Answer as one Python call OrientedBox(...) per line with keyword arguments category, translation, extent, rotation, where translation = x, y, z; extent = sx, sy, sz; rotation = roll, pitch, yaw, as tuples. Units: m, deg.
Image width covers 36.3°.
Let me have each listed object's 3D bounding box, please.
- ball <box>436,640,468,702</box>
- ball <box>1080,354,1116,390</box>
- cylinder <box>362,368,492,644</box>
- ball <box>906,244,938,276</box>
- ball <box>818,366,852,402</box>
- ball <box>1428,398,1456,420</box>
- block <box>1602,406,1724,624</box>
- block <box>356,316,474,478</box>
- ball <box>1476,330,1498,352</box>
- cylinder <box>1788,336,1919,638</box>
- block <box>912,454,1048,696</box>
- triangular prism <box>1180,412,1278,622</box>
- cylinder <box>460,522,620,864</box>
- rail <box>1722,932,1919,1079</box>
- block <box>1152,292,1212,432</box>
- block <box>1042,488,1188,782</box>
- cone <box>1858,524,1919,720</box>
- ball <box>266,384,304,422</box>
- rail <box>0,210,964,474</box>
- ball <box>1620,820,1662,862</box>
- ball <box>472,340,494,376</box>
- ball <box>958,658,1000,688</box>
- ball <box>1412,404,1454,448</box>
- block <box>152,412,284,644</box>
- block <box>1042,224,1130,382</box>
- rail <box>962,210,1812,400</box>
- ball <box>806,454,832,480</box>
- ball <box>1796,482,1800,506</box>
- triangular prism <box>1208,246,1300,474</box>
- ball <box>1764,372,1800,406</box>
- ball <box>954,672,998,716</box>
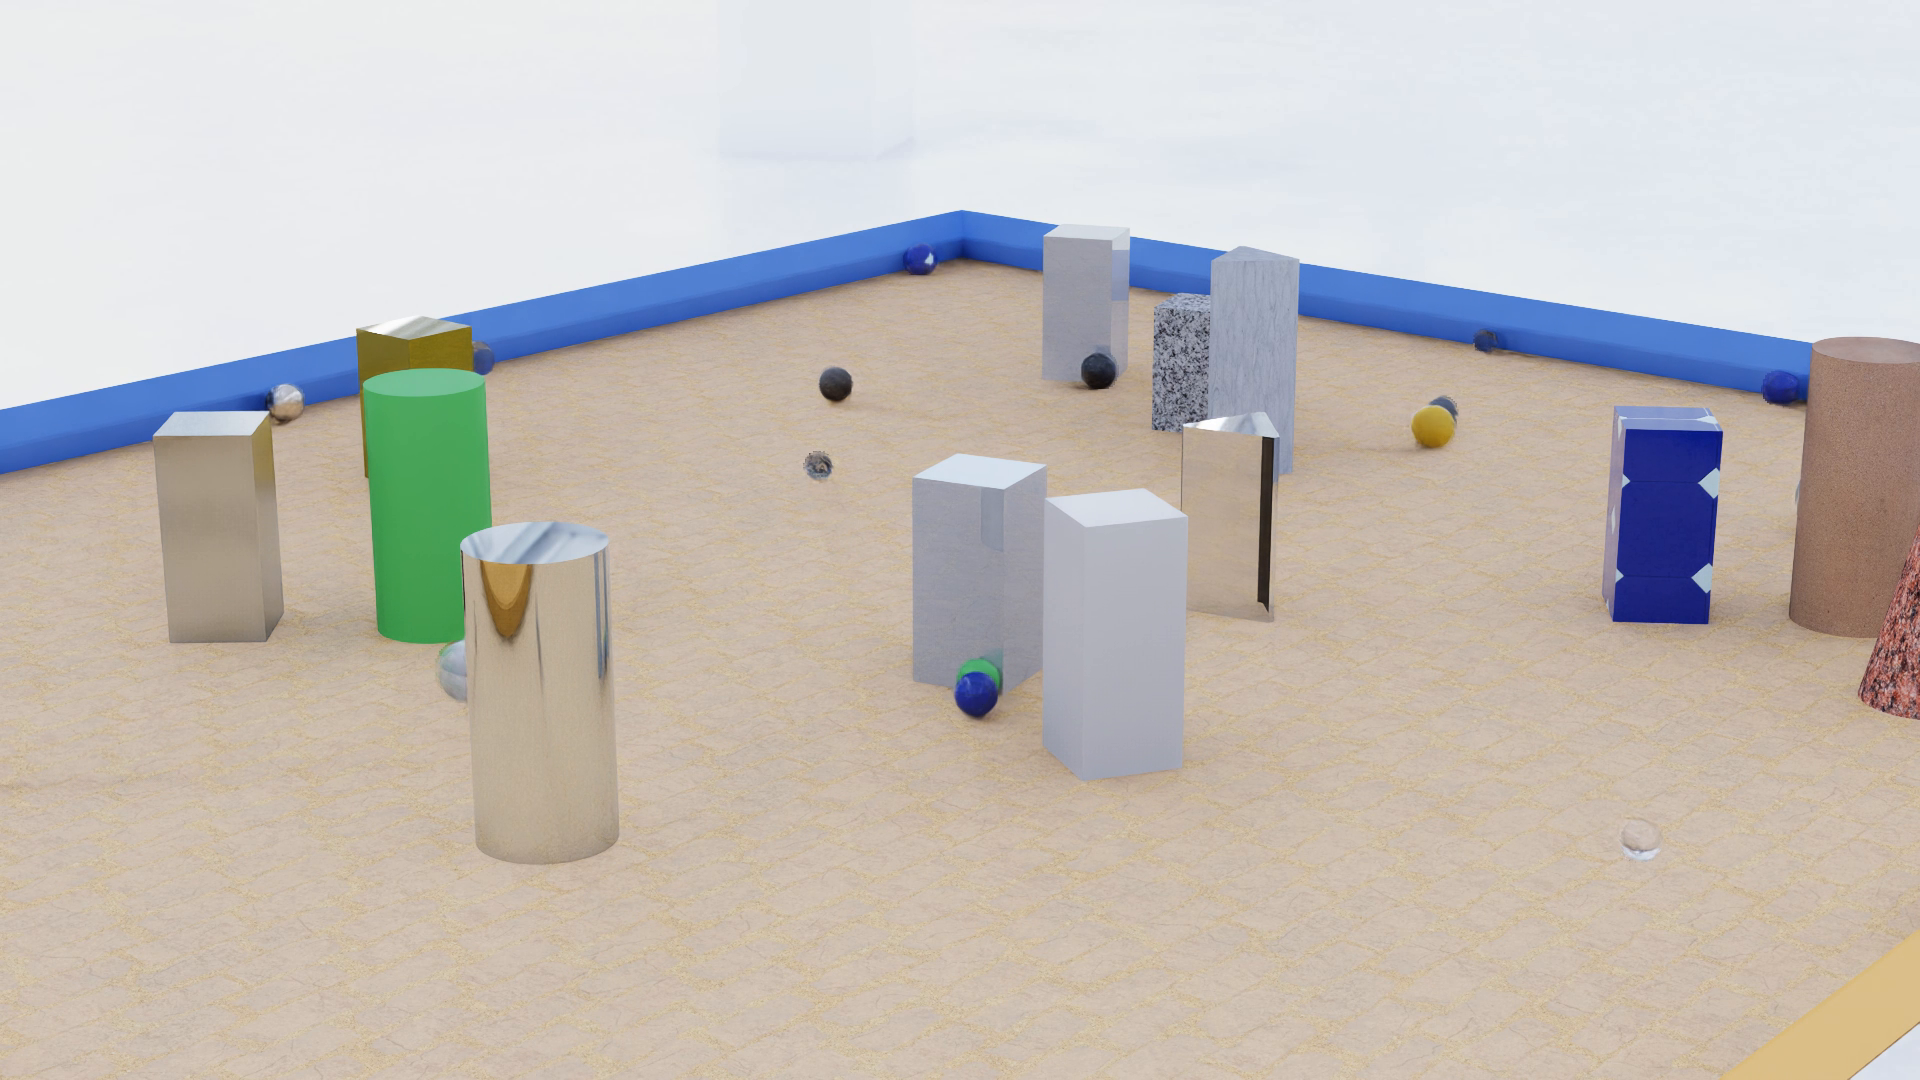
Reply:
OrientedBox(category="ball", translation=(-0.770, 0.205, 4.602), extent=(0.100, 0.100, 0.100), rotation=(0, 17, 0))
OrientedBox(category="ball", translation=(0.311, -0.379, 6.573), extent=(0.081, 0.081, 0.081), rotation=(0, 17, 0))
OrientedBox(category="cylinder", translation=(-0.887, -0.059, 4.917), extent=(0.200, 0.423, 0.200), rotation=(0, 17, 0))
OrientedBox(category="ball", translation=(-0.101, -0.744, 7.777), extent=(0.086, 0.086, 0.086), rotation=(0, 17, 0))
OrientedBox(category="ball", translation=(-0.274, -0.344, 6.467), extent=(0.075, 0.075, 0.075), rotation=(0, 17, 0))
OrientedBox(category="ball", translation=(1.024, -0.270, 6.240), extent=(0.065, 0.065, 0.065), rotation=(0, 17, 0))
OrientedBox(category="block", translation=(1.198, -0.044, 5.013), extent=(0.160, 0.339, 0.160), rotation=(1, 17, 5))
OrientedBox(category="block", translation=(-1.079, -0.274, 5.838), extent=(0.160, 0.305, 0.160), rotation=(14, 21, 38))
OrientedBox(category="ball", translation=(1.244, -0.469, 6.926), extent=(0.051, 0.051, 0.051), rotation=(0, 17, 0))
OrientedBox(category="cylinder", translation=(1.518, -0.090, 4.938), extent=(0.200, 0.472, 0.200), rotation=(0, 17, 0))
OrientedBox(category="block", translation=(0.032, 0.053, 4.689), extent=(0.160, 0.340, 0.160), rotation=(8, 19, 25))
OrientedBox(category="triangular prism", translation=(0.488, -0.046, 5.043), extent=(0.173, 0.326, 0.150), rotation=(9, 19, 26))
OrientedBox(category="cylinder", translation=(-0.574, 0.208, 4.022), extent=(0.200, 0.428, 0.200), rotation=(0, 17, 0))
OrientedBox(category="rail", translation=(1.474, 0.402, 3.894), extent=(0.045, 0.130, 4.565), rotation=(14, 22, 39))
OrientedBox(category="block", translation=(0.513, -0.374, 6.236), extent=(0.160, 0.266, 0.160), rotation=(7, 18, 22))
OrientedBox(category="block", translation=(0.227, 0.138, 4.327), extent=(0.160, 0.387, 0.160), rotation=(-6, 18, -19))
OrientedBox(category="cone", translation=(1.519, 0.049, 4.560), extent=(0.200, 0.423, 0.200), rotation=(0, 17, 0))
OrientedBox(category="ball", translation=(-1.450, -0.295, 6.297), extent=(0.081, 0.081, 0.081), rotation=(0, 17, 0))
OrientedBox(category="rail", translation=(-1.474, -0.337, 6.345), extent=(0.045, 0.130, 4.565), rotation=(14, 22, 39))
OrientedBox(category="ball", translation=(0.929, 0.410, 3.997), extent=(0.057, 0.057, 0.057), rotation=(0, 17, 0))
OrientedBox(category="ball", translation=(-1.105, -0.411, 6.670), extent=(0.087, 0.087, 0.087), rotation=(0, 17, 0))
OrientedBox(category="ball", translation=(0.030, 0.220, 4.608), extent=(0.067, 0.067, 0.067), rotation=(0, 17, 0))
OrientedBox(category="ball", translation=(0.981, -0.236, 6.084), extent=(0.089, 0.089, 0.089), rotation=(0, 17, 0))
OrientedBox(category="block", translation=(-1.239, -0.023, 4.912), extent=(0.160, 0.357, 0.160), rotation=(0, 17, -2))
OrientedBox(category="block", translation=(0.287, -0.538, 6.671), extent=(0.160, 0.330, 0.160), rotation=(5, 18, 17))
OrientedBox(category="rail", translation=(1.481, -0.459, 6.753), extent=(3.952, 0.130, 0.045), rotation=(14, 22, 39))
OrientedBox(category="ball", translation=(-0.280, -0.145, 5.847), extent=(0.053, 0.053, 0.053), rotation=(0, 17, 0))
OrientedBox(category="ball", translation=(1.635, -0.083, 5.567), extent=(0.096, 0.096, 0.096), rotation=(0, 17, 0))
OrientedBox(category="triangular prism", translation=(0.576, -0.363, 5.905), extent=(0.173, 0.436, 0.150), rotation=(-2, 17, -5))
OrientedBox(category="ball", translation=(1.802, -0.332, 6.428), extent=(0.075, 0.075, 0.075), rotation=(0, 17, 0))
OrientedBox(category="ball", translation=(0.025, 0.239, 4.543), extent=(0.069, 0.069, 0.069), rotation=(0, 17, 0))
